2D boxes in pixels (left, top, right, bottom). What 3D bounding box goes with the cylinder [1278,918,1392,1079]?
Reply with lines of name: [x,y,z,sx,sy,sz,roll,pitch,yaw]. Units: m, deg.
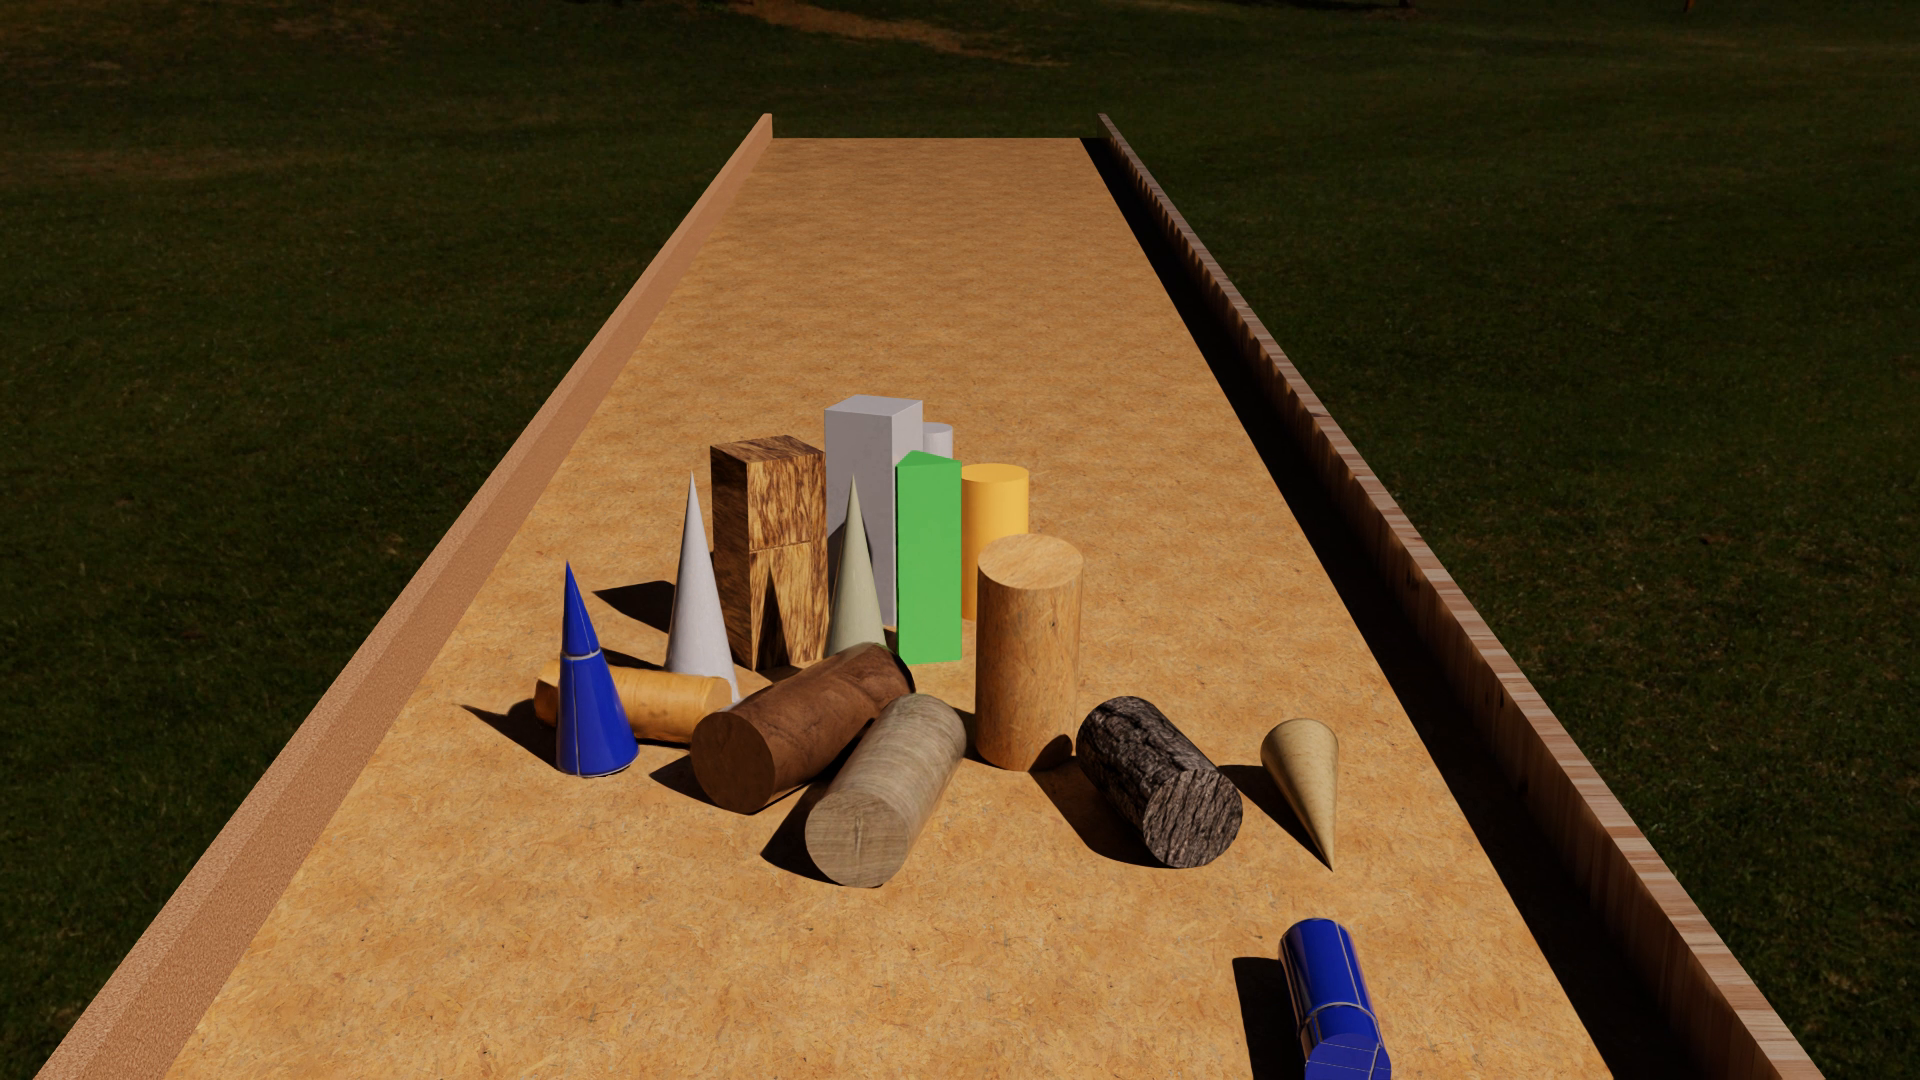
cylinder: [0.495,0.625,2.932,0.109,0.109,0.324,1,17,2]

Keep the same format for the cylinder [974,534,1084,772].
cylinder: [0.118,0.198,3.837,0.180,0.380,0.180,1,31,0]

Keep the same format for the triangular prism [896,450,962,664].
triangular prism: [-0.077,0.033,4.396,0.133,0.410,0.115,-5,17,-16]

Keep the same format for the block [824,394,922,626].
block: [-0.179,-0.064,4.647,0.154,0.454,0.154,7,18,22]

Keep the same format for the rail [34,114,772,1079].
rail: [-1.118,-0.838,7.780,0.050,0.150,12.000,0,17,-1]

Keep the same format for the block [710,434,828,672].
block: [-0.380,0.024,4.401,0.170,0.425,0.170,-10,19,-29]

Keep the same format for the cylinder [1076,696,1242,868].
cylinder: [0.322,0.392,3.612,0.168,0.168,0.335,-5,17,-15]

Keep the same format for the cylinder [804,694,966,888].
cylinder: [-0.114,0.401,3.590,0.164,0.164,0.431,4,17,12]

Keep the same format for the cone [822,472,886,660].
cone: [-0.197,0.094,4.108,0.157,0.457,0.157,0,17,0]

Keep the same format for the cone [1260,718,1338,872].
cone: [0.585,0.444,3.618,0.135,0.135,0.352,0,27,-1]

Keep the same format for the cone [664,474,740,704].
cone: [-0.497,0.087,4.135,0.154,0.455,0.154,0,17,0]

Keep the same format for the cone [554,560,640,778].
cone: [-0.658,0.207,3.826,0.152,0.384,0.152,-4,23,2]

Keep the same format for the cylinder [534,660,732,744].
cylinder: [-0.594,0.297,4.006,0.335,0.127,0.127,5,17,16]

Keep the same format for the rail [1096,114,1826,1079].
rail: [0.932,-0.844,7.801,0.050,0.150,12.000,0,17,-1]

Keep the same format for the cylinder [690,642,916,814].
cylinder: [-0.266,0.321,3.834,0.179,0.179,0.420,10,19,31]

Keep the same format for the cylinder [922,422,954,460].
cylinder: [-0.067,-0.075,4.857,0.104,0.355,0.104,0,17,0]

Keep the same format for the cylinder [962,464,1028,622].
cylinder: [0.067,0.005,4.670,0.156,0.307,0.156,0,17,0]
